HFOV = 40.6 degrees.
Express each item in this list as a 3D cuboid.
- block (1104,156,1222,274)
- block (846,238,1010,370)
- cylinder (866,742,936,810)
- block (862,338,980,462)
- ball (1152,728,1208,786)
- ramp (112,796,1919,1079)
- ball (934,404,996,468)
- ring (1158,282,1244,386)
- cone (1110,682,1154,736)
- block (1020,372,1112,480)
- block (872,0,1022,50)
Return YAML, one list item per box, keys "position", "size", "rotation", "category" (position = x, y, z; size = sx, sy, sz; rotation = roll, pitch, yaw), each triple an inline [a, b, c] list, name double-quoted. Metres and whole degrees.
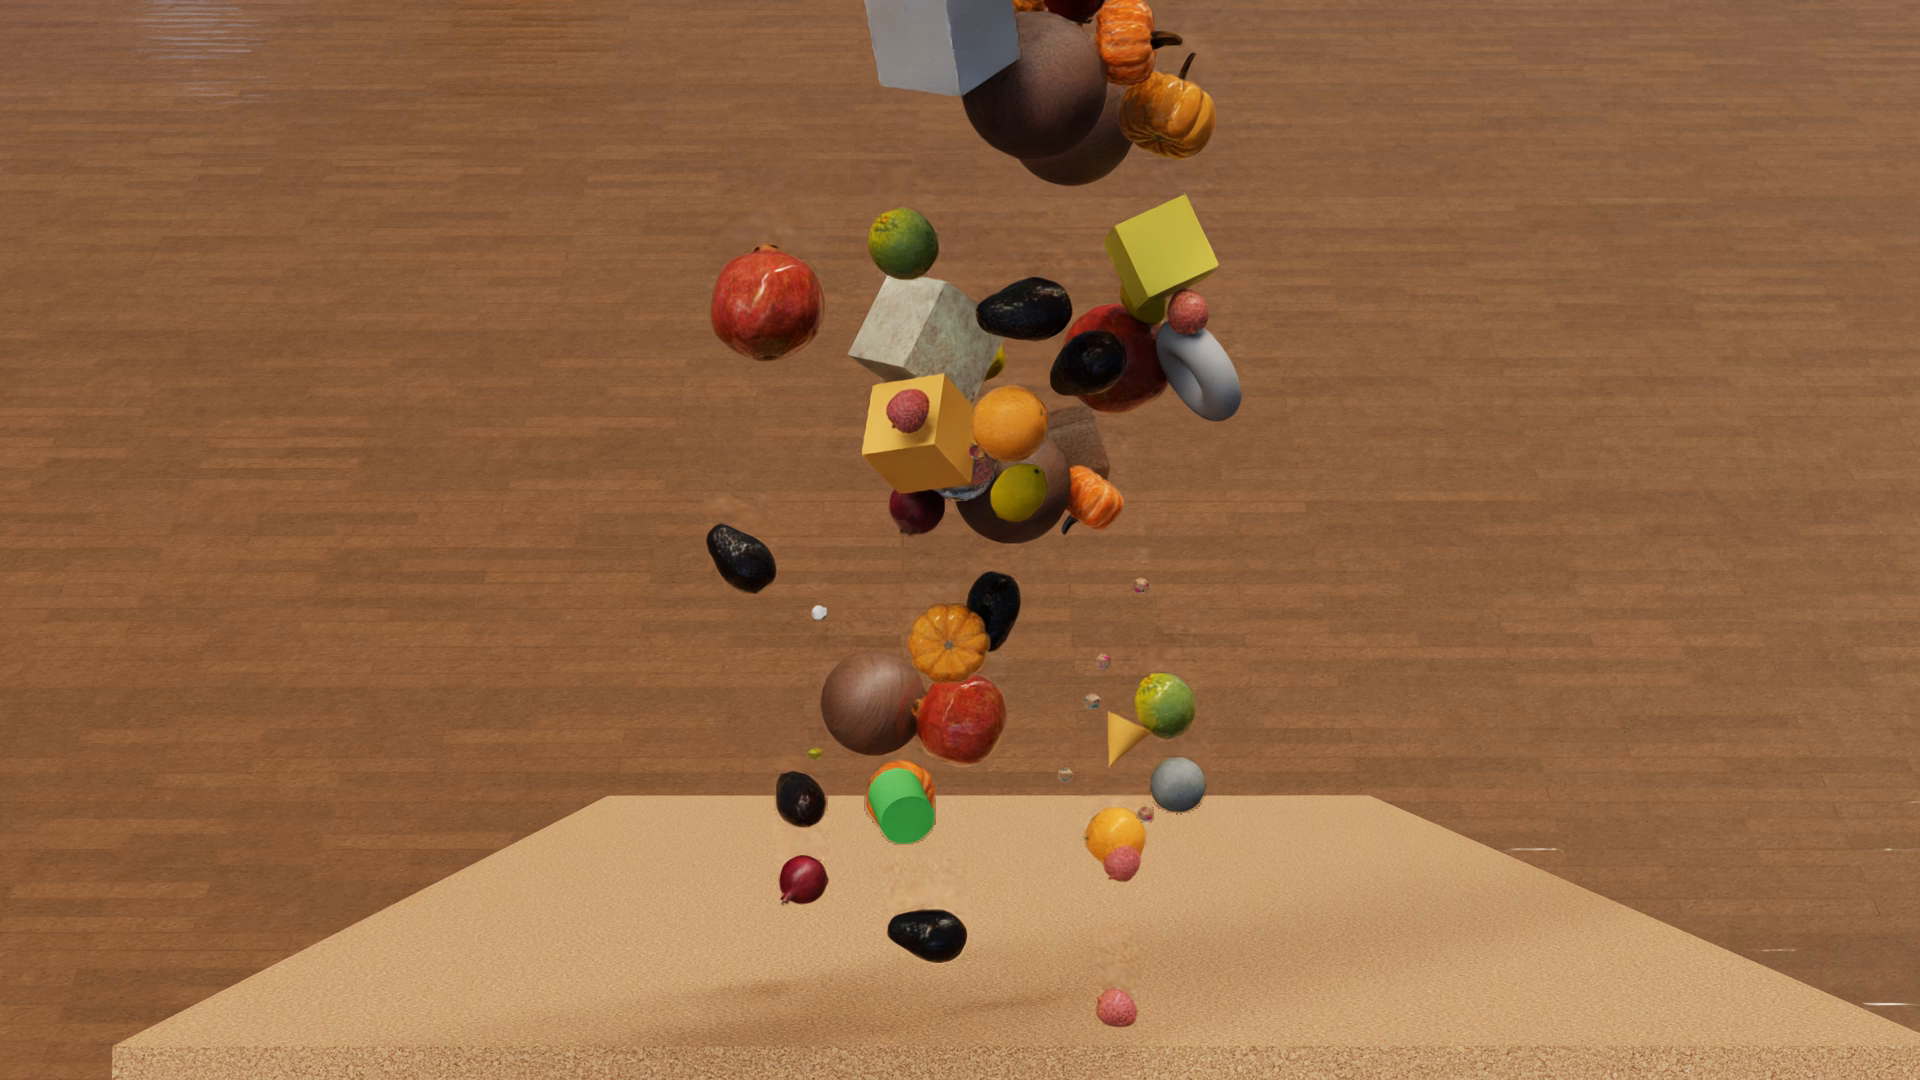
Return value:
- position: [0.197, -0.315, 2.525]
  size: [0.077, 0.077, 0.077]
  rotation: [-25, -2, -7]
  category: "block"
- position: [-0.033, -0.240, 2.678]
  size: [0.099, 0.099, 0.099]
  rotation: [16, 77, 51]
  category: "block"
- position: [-0.061, 0.242, 2.659]
  size: [0.057, 0.057, 0.057]
  rotation: [-14, 15, -19]
  category: "cylinder"
- position: [-0.039, -0.141, 2.632]
  size: [0.083, 0.083, 0.083]
  rotation: [-8, 58, 26]
  category: "block"
- position: [0.238, 0.235, 2.809]
  size: [0.061, 0.061, 0.061]
  rotation: [0, 35, 0]
  category: "ball"
- position: [0.077, 0.661, 4.825]
  size: [2.000, 0.100, 4.000]
  rotation: [0, -2, 0]
  category: "ramp"
- position: [0.000, -0.110, 2.693]
  size: [0.073, 0.073, 0.073]
  rotation: [0, 35, 0]
  category: "ball"
- position: [0.237, -0.203, 2.556]
  size: [0.038, 0.115, 0.115]
  rotation: [-34, 44, -12]
  category: "ring"
- position: [0.162, 0.175, 2.612]
  size: [0.050, 0.050, 0.050]
  rotation: [25, -1, 0]
  category: "cone"
- position: [0.119, -0.128, 2.926]
  size: [0.080, 0.080, 0.080]
  rotation: [-16, 70, -5]
  category: "block"
- position: [-0.015, -0.465, 2.142]
  size: [0.086, 0.086, 0.086]
  rotation: [15, 39, 35]
  category: "block"
